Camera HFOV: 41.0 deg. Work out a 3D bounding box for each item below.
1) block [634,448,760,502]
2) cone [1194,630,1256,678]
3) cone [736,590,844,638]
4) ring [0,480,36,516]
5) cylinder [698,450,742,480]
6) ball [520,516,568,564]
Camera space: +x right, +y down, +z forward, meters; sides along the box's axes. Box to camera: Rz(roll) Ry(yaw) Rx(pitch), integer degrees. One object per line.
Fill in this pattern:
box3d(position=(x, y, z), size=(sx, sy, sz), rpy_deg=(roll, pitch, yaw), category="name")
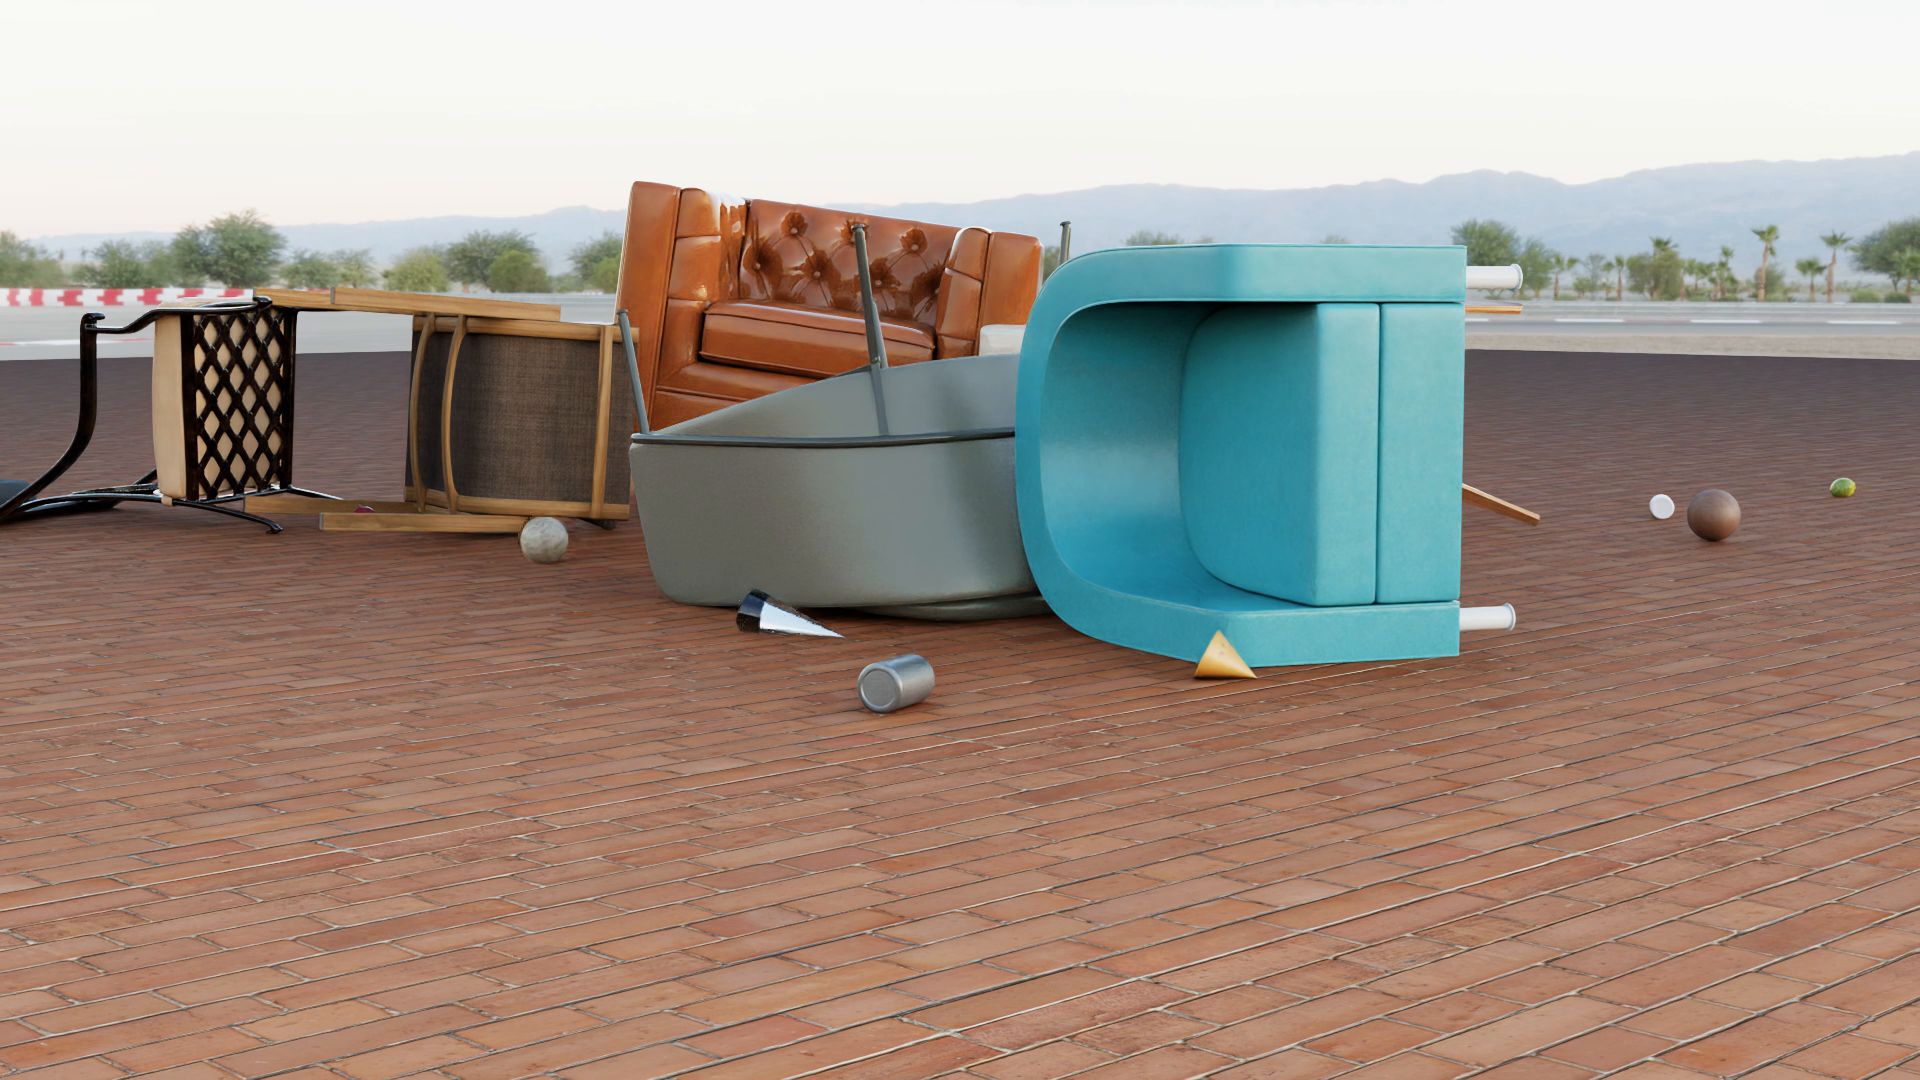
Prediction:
box3d(position=(-0.789, -0.198, 7.686), size=(0.264, 0.133, 0.302), rpy_deg=(-4, 7, -32), category="block")
box3d(position=(0.447, 0.207, 4.217), size=(0.092, 0.085, 0.172), rpy_deg=(26, 10, 9), category="cone")
box3d(position=(-0.298, 0.154, 4.717), size=(0.189, 0.083, 0.130), rpy_deg=(15, 9, 17), category="cone")
box3d(position=(-2.684, -0.119, 7.125), size=(0.266, 0.092, 0.187), rpy_deg=(2, 4, 29), category="ring")
box3d(position=(-0.776, -0.240, 8.281), size=(0.094, 0.094, 0.111), rpy_deg=(-5, 10, -43), category="cylinder")
box3d(position=(-0.953, -0.001, 5.885), size=(0.109, 0.109, 0.109), rpy_deg=(0, 6, 0), category="ball")
